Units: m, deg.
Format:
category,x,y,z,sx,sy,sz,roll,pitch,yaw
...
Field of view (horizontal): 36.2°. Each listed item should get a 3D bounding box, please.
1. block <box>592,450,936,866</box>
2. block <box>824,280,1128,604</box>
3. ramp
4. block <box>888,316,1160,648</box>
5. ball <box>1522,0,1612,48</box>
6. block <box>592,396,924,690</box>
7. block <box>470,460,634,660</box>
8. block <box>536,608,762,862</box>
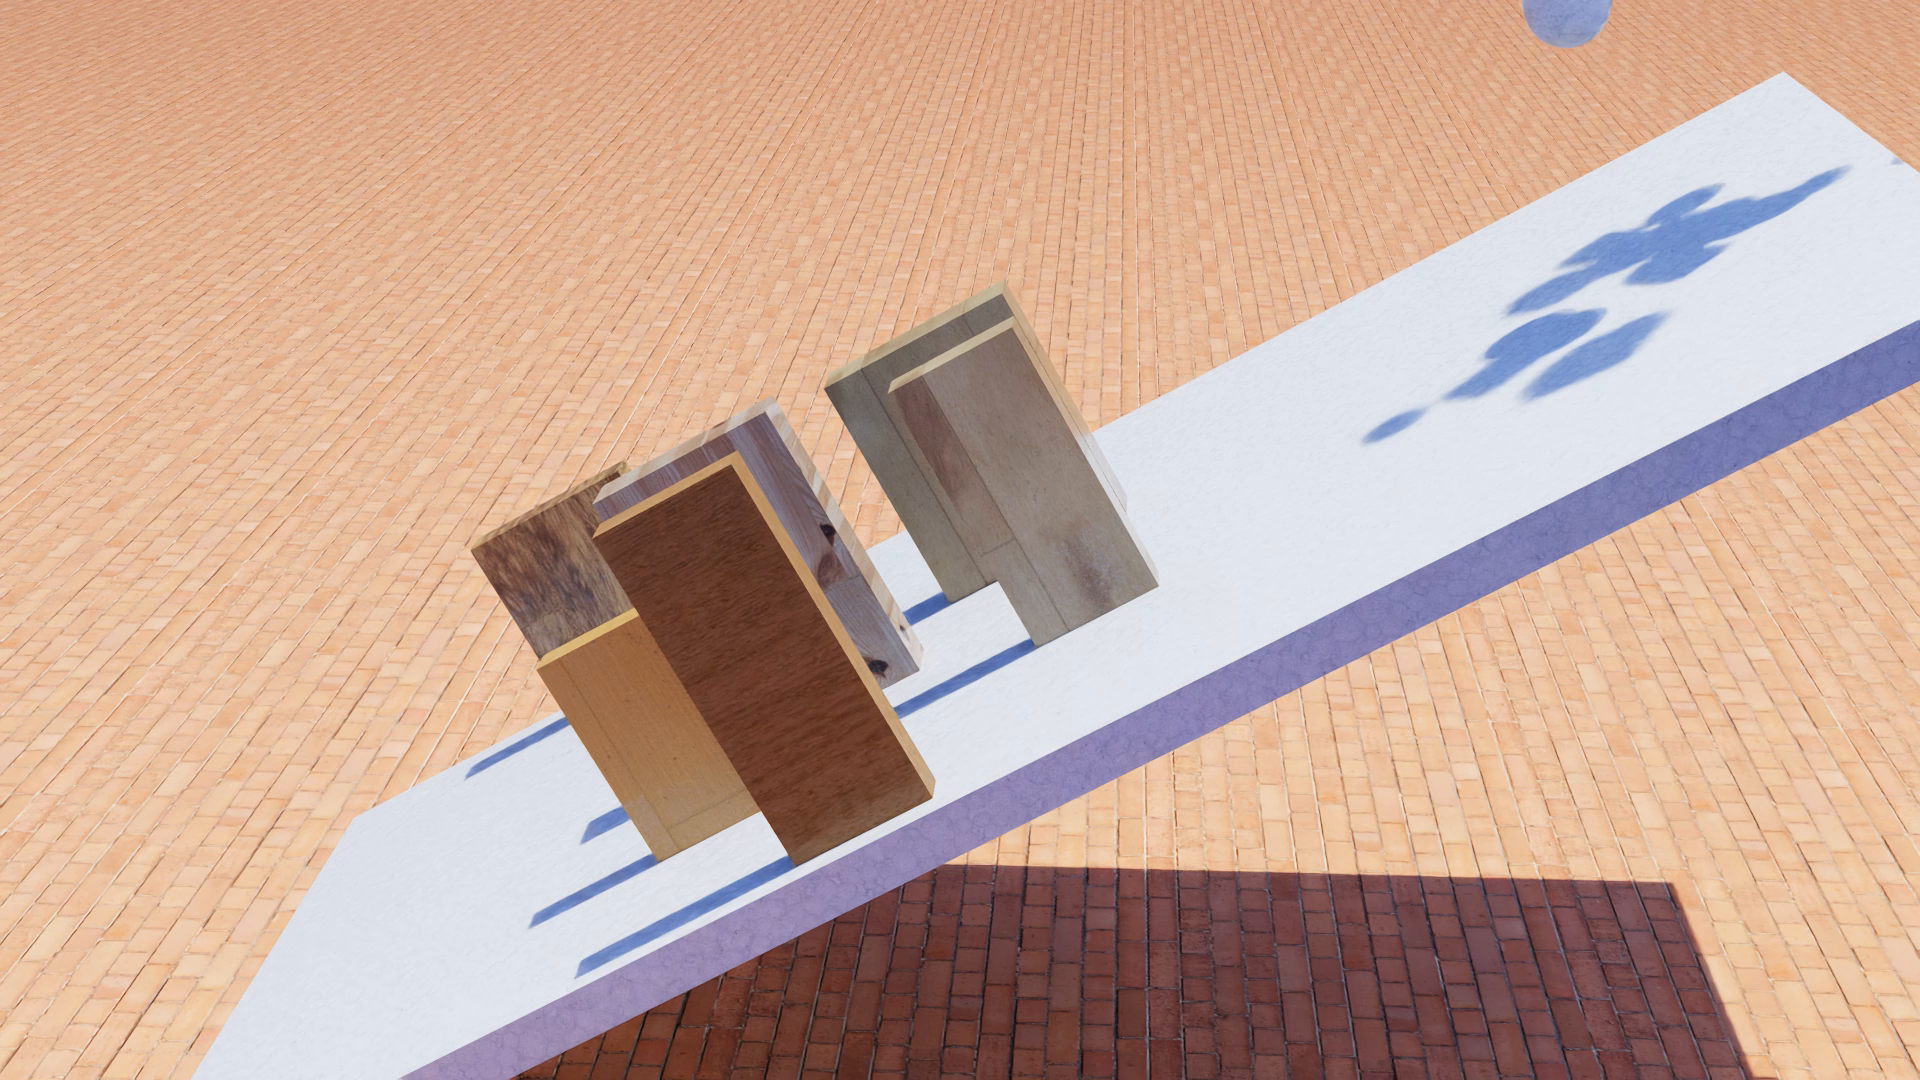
category,x,y,z,sx,sy,sz,roll,pitch,yaw
block,-0.353,0.223,5.391,0.294,0.729,0.088,-27,14,11
block,0.038,-0.212,6.439,0.441,0.560,0.135,-27,14,11
ramp,0.142,0.167,6.283,4.000,0.100,2.000,-27,14,11
block,0.130,-0.112,5.828,0.277,0.601,0.093,-27,14,11
ball,1.205,-1.064,5.839,0.173,0.173,0.173,0,18,0
block,-0.419,0.080,6.191,0.418,0.641,0.131,-27,14,11
block,-0.884,0.125,7.244,0.427,0.504,0.100,-27,14,11
block,-0.612,0.384,5.883,0.248,0.471,0.084,-27,14,11
